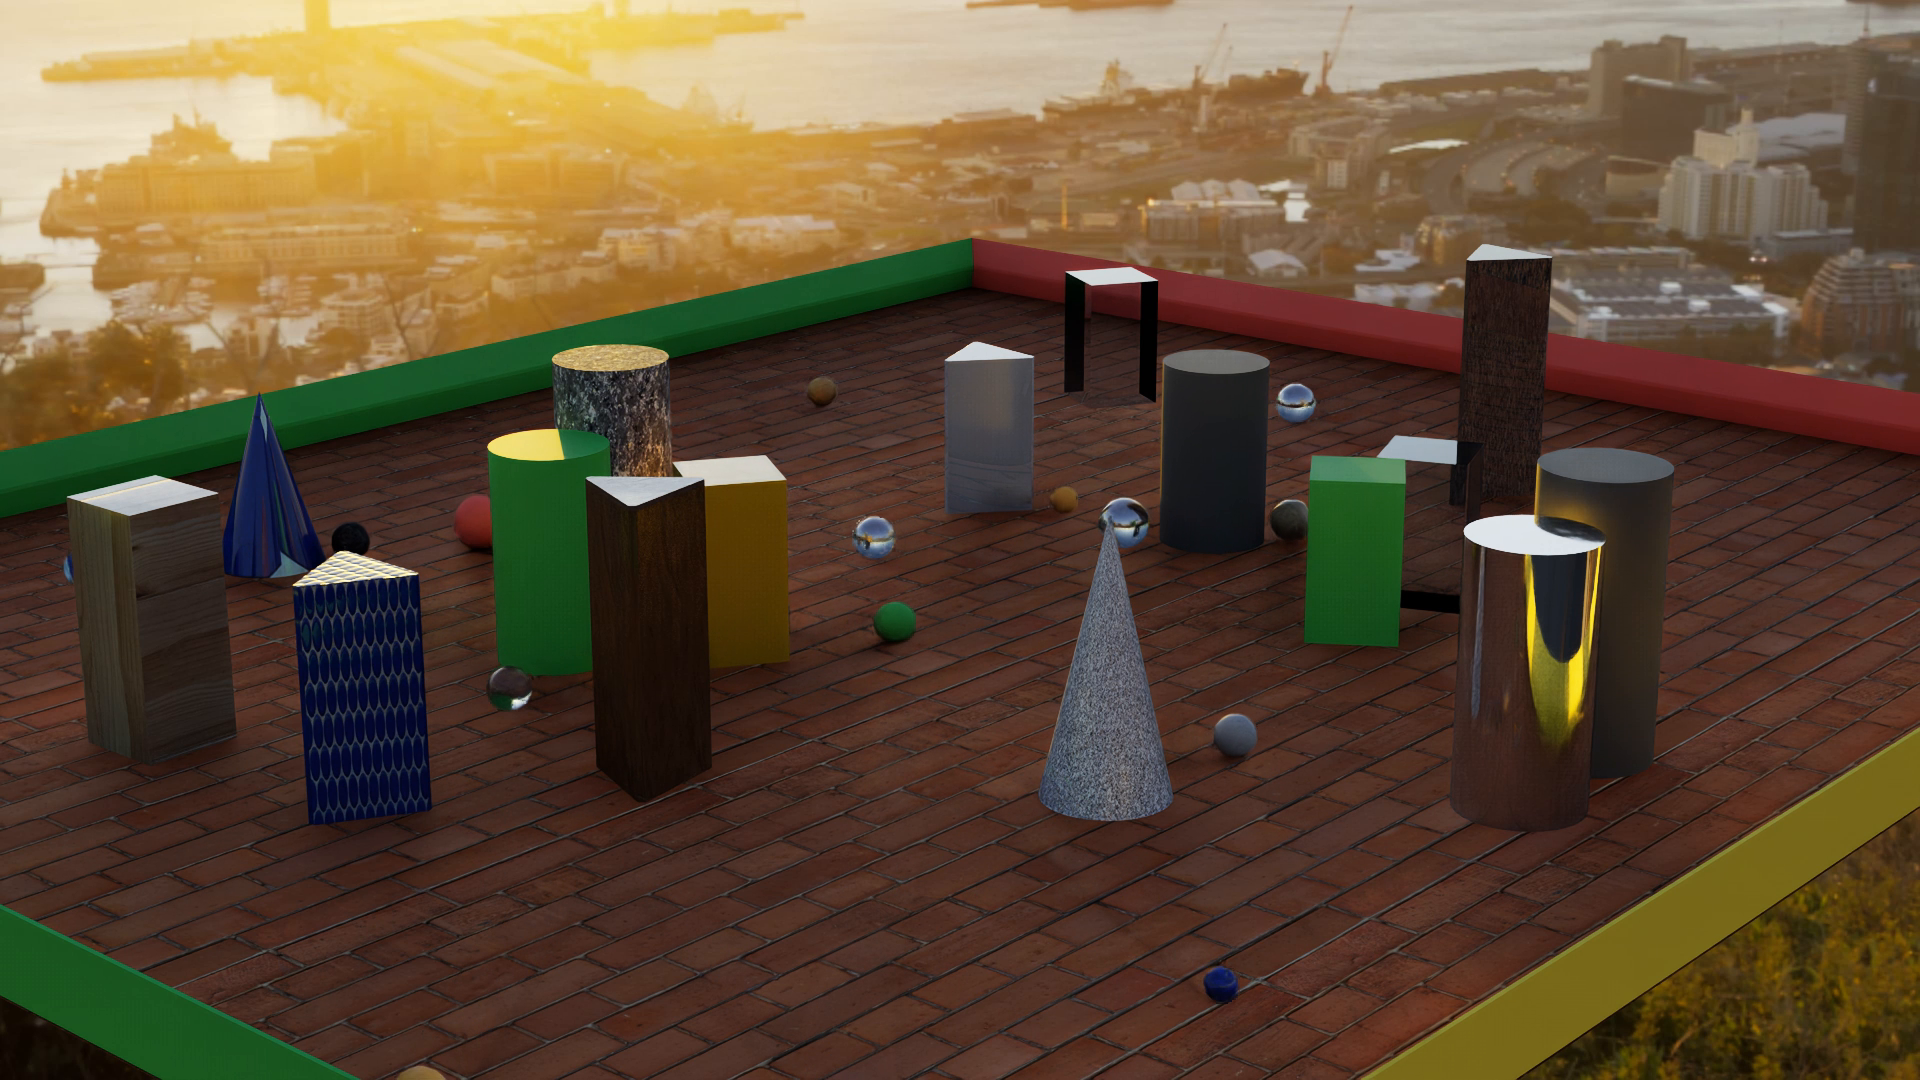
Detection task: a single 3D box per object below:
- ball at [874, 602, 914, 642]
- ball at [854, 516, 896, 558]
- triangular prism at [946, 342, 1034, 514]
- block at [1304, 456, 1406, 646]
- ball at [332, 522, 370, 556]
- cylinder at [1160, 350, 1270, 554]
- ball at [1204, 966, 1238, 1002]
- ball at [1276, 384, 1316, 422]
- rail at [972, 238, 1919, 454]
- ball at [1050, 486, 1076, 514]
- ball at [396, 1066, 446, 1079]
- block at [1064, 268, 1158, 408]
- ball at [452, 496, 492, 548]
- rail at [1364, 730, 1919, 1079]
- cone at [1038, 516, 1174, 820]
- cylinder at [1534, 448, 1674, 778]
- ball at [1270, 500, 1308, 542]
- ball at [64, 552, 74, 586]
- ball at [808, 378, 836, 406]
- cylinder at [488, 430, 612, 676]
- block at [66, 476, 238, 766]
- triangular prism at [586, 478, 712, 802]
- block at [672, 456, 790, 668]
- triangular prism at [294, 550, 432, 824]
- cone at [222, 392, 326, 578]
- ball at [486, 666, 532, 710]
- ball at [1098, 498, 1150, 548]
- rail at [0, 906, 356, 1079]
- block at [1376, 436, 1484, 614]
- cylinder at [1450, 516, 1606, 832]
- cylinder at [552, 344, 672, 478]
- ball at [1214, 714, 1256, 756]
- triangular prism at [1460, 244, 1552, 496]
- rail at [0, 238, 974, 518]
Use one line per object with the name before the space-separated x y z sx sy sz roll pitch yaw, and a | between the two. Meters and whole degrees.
ball | -0.110 0.137 4.876 0.068 0.068 0.068 0 17 0
ball | -0.155 -0.004 5.329 0.076 0.076 0.076 0 17 0
triangular prism | 0.044 -0.219 5.655 0.169 0.300 0.146 -3 17 -10
block | 0.660 0.017 4.903 0.156 0.281 0.156 2 17 8
ball | -1.105 0.003 5.319 0.069 0.069 0.069 0 17 0
cylinder | 0.468 -0.165 5.409 0.195 0.338 0.195 0 17 0
ball | 0.318 0.542 3.578 0.043 0.043 0.043 0 17 0
ball | 0.718 -0.293 6.273 0.084 0.084 0.084 0 17 0
rail | 1.290 -0.397 6.543 3.378 0.127 0.045 14 22 39
ball | 0.198 -0.077 5.615 0.051 0.051 0.051 0 17 0
ball | -0.602 0.621 3.270 0.068 0.068 0.068 0 17 0
block | 0.331 -0.446 6.452 0.156 0.274 0.156 -6 18 -18
ball | -0.883 -0.032 5.388 0.096 0.096 0.096 0 17 0
rail | 1.258 0.347 4.075 0.045 0.127 3.984 14 22 39
cone | 0.210 0.164 4.167 0.195 0.425 0.195 0 17 0
cylinder | 0.936 0.106 4.318 0.195 0.449 0.195 0 17 0
ball | 0.615 -0.036 5.431 0.079 0.079 0.079 0 17 0
ball | -1.535 0.049 5.152 0.076 0.076 0.076 0 17 0
ball | -0.302 -0.325 6.415 0.063 0.063 0.063 0 17 0
cylinder | -0.661 0.019 4.764 0.195 0.359 0.195 0 17 0
block | -1.208 0.118 4.388 0.156 0.386 0.156 14 21 38
triangular prism | -0.474 0.133 4.241 0.146 0.443 0.169 10 19 30
block | -0.375 0.035 4.797 0.156 0.308 0.156 -5 17 -15
triangular prism | -0.857 0.204 4.164 0.169 0.352 0.146 -6 18 -18
cone | -1.249 -0.113 5.269 0.195 0.319 0.195 0 17 0
ball | -0.701 0.231 4.562 0.070 0.070 0.070 0 17 0
ball | 0.302 -0.031 5.392 0.092 0.092 0.092 0 17 0
rail | -1.290 0.461 3.697 3.378 0.127 0.045 14 22 39
block | 0.810 -0.028 5.084 0.156 0.264 0.156 6 18 19
cylinder | 0.798 0.186 4.131 0.195 0.405 0.195 0 17 0
cylinder | -0.585 -0.090 4.970 0.195 0.449 0.195 0 17 0
ball | 0.409 0.291 4.372 0.064 0.064 0.064 0 17 0
triangular prism | 1.038 -0.332 5.733 0.169 0.471 0.146 -3 17 -9
rail | -1.258 -0.284 6.166 0.045 0.127 3.984 14 22 39
